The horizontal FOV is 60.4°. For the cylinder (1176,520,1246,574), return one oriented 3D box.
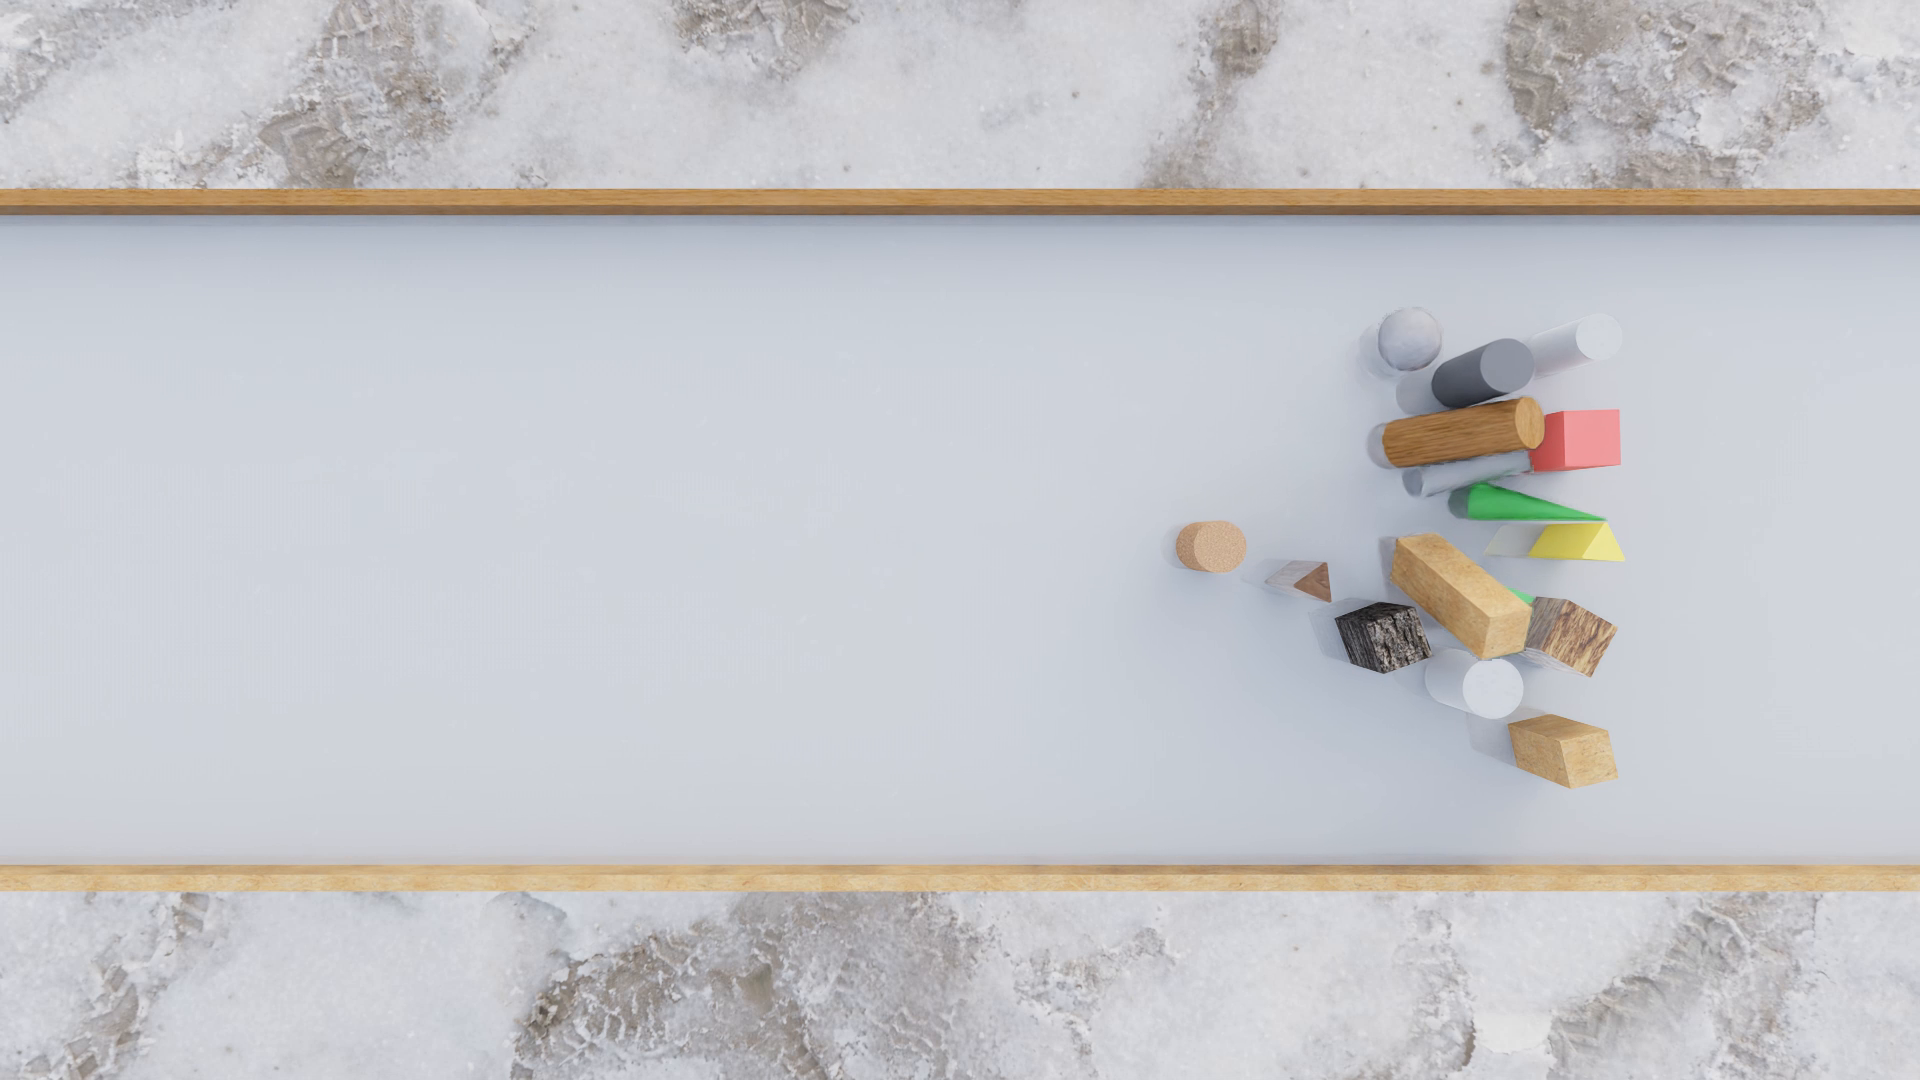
[{"bbox_3d":[0.739,0.020,4.880,0.150,0.392,0.150,0,90,0],"label":"cylinder"}]

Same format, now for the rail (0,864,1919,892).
[{"bbox_3d":[-2.247,1.025,5.001,12.000,0.150,0.050,0,90,0],"label":"rail"}]

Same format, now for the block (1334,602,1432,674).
[{"bbox_3d":[1.247,0.285,4.878,0.149,0.396,0.149,-20,90,0],"label":"block"}]

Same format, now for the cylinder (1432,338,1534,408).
[{"bbox_3d":[1.531,-0.485,4.851,0.153,0.446,0.153,0,89,-1],"label":"cylinder"}]

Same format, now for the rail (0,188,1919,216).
[{"bbox_3d":[-2.247,-1.025,5.002,12.000,0.150,0.050,0,90,0],"label":"rail"}]

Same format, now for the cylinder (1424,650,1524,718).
[{"bbox_3d":[1.517,0.422,4.884,0.174,0.384,0.174,0,90,0],"label":"cylinder"}]

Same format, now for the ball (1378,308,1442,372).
[{"bbox_3d":[1.349,-0.600,4.944,0.190,0.190,0.190,0,90,0],"label":"ball"}]

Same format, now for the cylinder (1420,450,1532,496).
[{"bbox_3d":[1.550,-0.220,4.964,0.308,0.103,0.103,-15,90,19],"label":"cylinder"}]

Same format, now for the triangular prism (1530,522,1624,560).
[{"bbox_3d":[1.812,0.002,4.855,0.119,0.442,0.103,4,90,0],"label":"triangular prism"}]

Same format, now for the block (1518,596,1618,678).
[{"bbox_3d":[1.766,0.281,4.889,0.164,0.375,0.164,29,90,0],"label":"block"}]

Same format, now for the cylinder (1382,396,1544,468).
[{"bbox_3d":[1.477,-0.313,4.855,0.148,0.452,0.148,5,82,-39],"label":"cylinder"}]

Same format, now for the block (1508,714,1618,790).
[{"bbox_3d":[1.768,0.617,4.854,0.138,0.444,0.138,-13,90,0],"label":"block"}]

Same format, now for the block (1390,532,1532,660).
[{"bbox_3d":[1.460,0.157,4.835,0.141,0.457,0.141,-10,122,-19],"label":"block"}]

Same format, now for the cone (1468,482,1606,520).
[{"bbox_3d":[1.731,-0.090,4.911,0.404,0.120,0.120,12,90,35],"label":"cone"}]

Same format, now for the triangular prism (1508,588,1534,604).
[{"bbox_3d":[1.564,0.158,4.901,0.091,0.335,0.078,-39,99,-6],"label":"triangular prism"}]

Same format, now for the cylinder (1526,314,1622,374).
[{"bbox_3d":[1.806,-0.574,4.869,0.133,0.416,0.133,0,90,0],"label":"cylinder"}]

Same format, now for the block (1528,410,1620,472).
[{"bbox_3d":[1.794,-0.290,4.878,0.158,0.397,0.158,-2,90,0],"label":"block"}]

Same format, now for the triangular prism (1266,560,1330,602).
[{"bbox_3d":[1.008,0.108,4.851,0.113,0.450,0.098,23,90,0],"label":"triangular prism"}]
